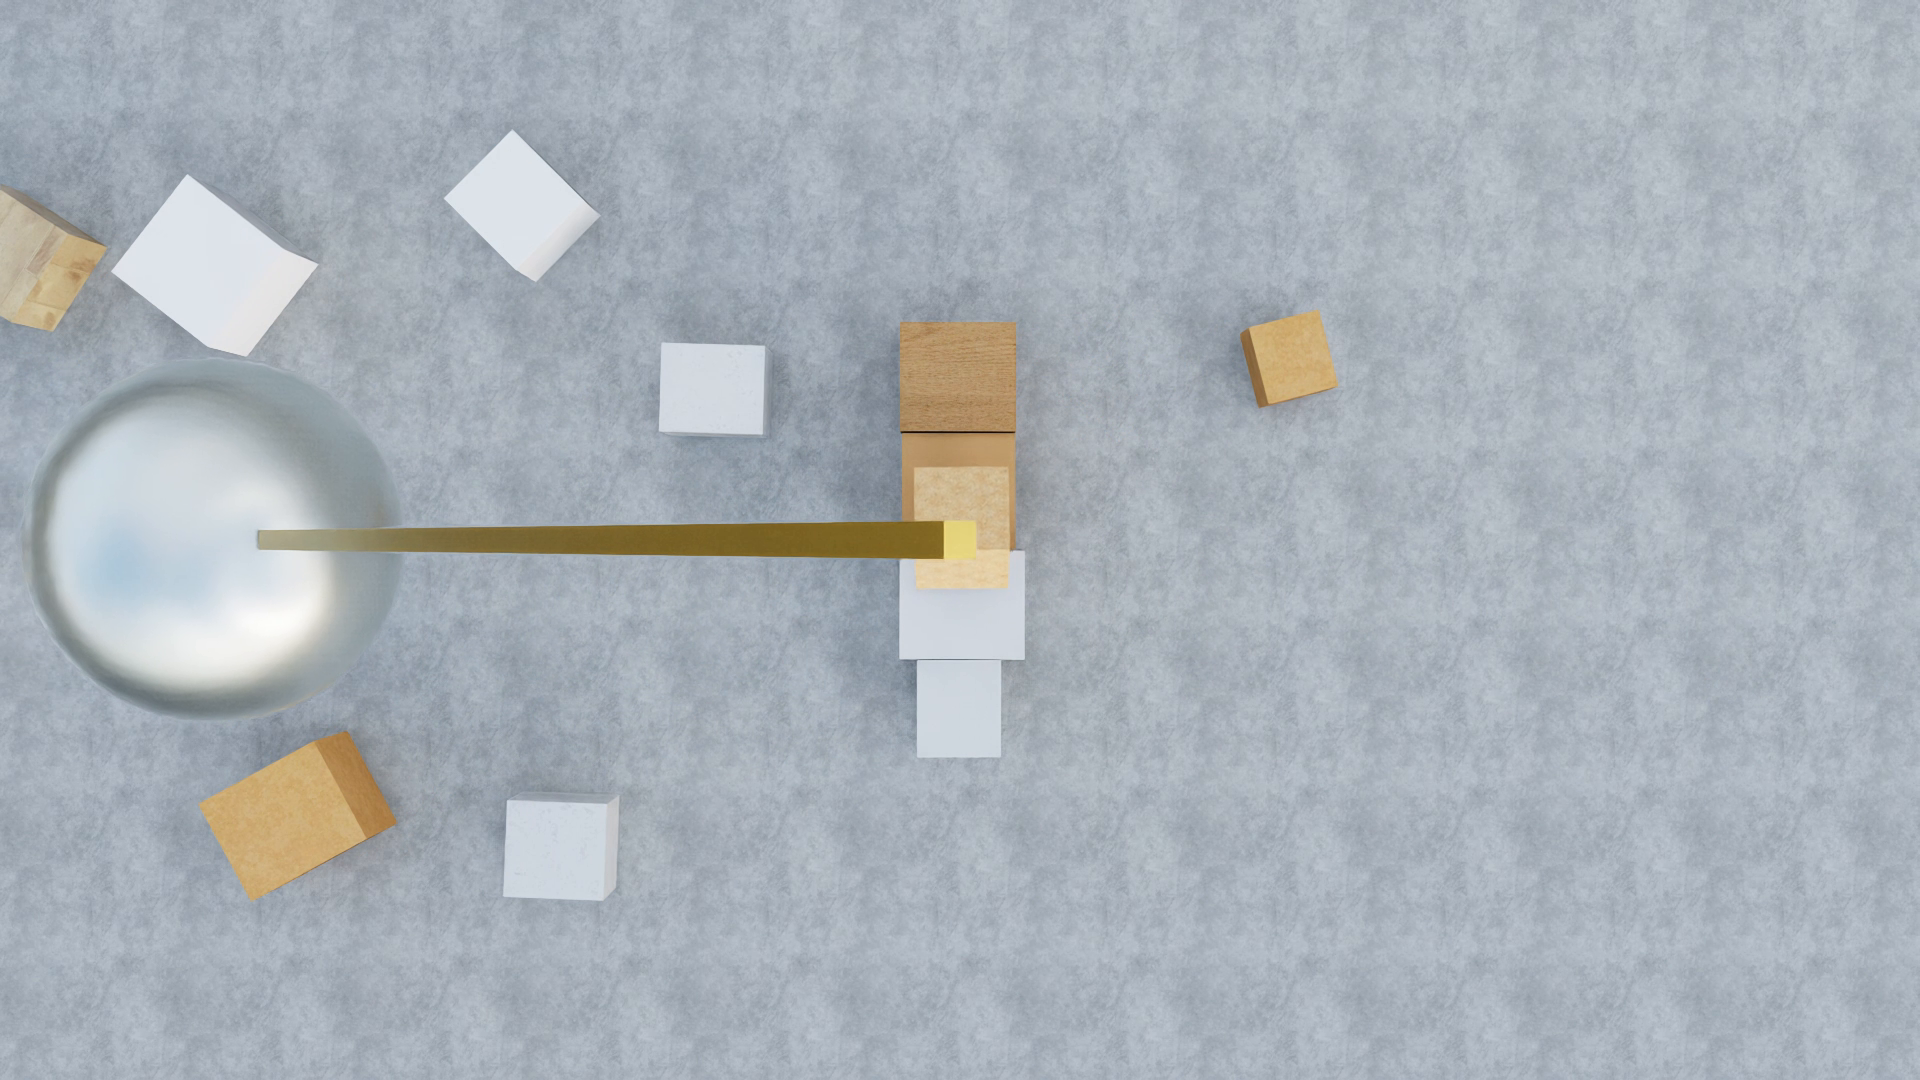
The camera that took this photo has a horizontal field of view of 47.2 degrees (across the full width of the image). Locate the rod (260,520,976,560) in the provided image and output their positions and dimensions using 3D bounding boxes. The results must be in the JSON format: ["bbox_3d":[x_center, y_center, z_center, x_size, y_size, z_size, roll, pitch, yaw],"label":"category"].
[{"bbox_3d":[-1.409,0.000,6.785,0.080,5.200,0.080,0,90,-33],"label":"rod"}]

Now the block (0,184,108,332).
[{"bbox_3d":[-5.456,-1.647,12.712,0.612,0.576,0.595,33,90,0],"label":"block"}]

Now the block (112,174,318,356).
[{"bbox_3d":[-4.276,-1.568,12.666,0.687,0.669,0.693,38,90,0],"label":"block"}]

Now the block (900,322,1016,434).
[{"bbox_3d":[-0.011,-0.921,12.701,0.656,0.598,0.615,0,90,0],"label":"block"}]

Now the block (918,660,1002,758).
[{"bbox_3d":[-0.005,0.954,12.722,0.475,0.557,0.551,0,90,0],"label":"block"}]

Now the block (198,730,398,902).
[{"bbox_3d":[-3.797,1.577,12.661,0.737,0.679,0.623,-29,90,0],"label":"block"}]

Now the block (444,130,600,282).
[{"bbox_3d":[-2.520,-1.923,12.715,0.574,0.570,0.549,45,90,0],"label":"block"}]

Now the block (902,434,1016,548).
[{"bbox_3d":[-0.007,-0.277,12.719,0.641,0.563,0.654,0,90,0],"label":"block"}]

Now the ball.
[{"bbox_3d":[-3.252,0.000,9.642,1.600,1.600,1.600,0,90,0],"label":"ball"}]

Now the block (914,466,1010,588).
[{"bbox_3d":[0.010,-0.065,12.103,0.513,0.502,0.501,-1,65,0],"label":"block"}]

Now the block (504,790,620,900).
[{"bbox_3d":[-2.308,1.770,12.768,0.570,0.465,0.550,2,90,0],"label":"block"}]

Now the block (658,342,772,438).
[{"bbox_3d":[-1.408,-0.860,12.740,0.588,0.520,0.503,2,90,0],"label":"block"}]

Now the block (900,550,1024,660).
[{"bbox_3d":[0.012,0.364,12.662,0.701,0.677,0.609,0,90,0],"label":"block"}]

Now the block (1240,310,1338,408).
[{"bbox_3d":[1.909,-1.048,12.788,0.414,0.424,0.453,-15,90,0],"label":"block"}]
